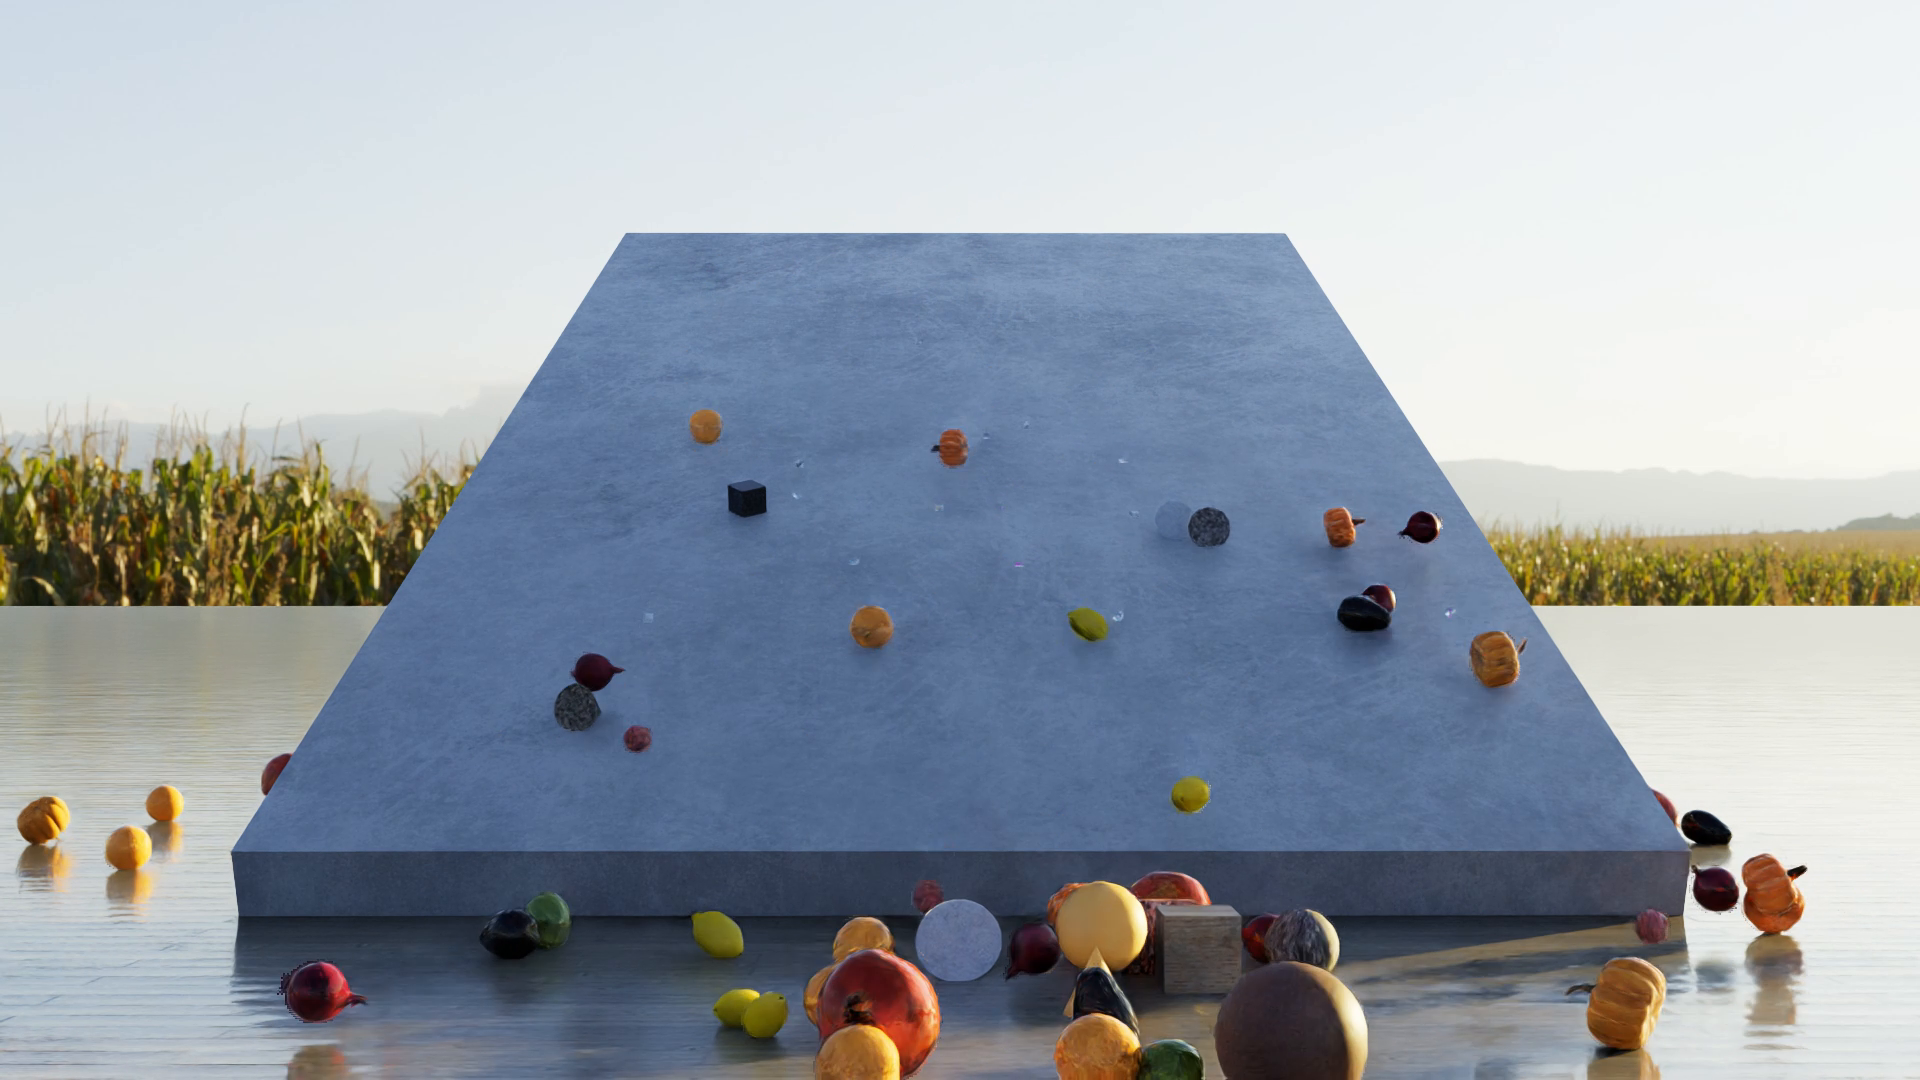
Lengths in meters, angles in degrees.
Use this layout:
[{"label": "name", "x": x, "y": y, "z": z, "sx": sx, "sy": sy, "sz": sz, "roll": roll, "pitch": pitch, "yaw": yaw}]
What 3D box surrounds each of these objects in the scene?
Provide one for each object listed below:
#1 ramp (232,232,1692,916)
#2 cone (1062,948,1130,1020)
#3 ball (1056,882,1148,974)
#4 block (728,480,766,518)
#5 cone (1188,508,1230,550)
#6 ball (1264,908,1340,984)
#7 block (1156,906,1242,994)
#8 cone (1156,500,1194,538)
[{"label": "ramp", "x": -0.005, "y": -0.205, "z": 4.999, "sx": 2.000, "sy": 0.100, "sz": 4.000, "roll": 0, "pitch": 20, "yaw": 0}, {"label": "cone", "x": 0.144, "y": 0.465, "z": 2.395, "sx": 0.072, "sy": 0.072, "sz": 0.072, "roll": 0, "pitch": -1, "yaw": 0}, {"label": "ball", "x": 0.153, "y": 0.419, "z": 2.445, "sx": 0.098, "sy": 0.098, "sz": 0.098, "roll": 0, "pitch": -2, "yaw": 0}, {"label": "block", "x": -0.416, "y": -0.081, "z": 4.424, "sx": 0.054, "sy": 0.054, "sz": 0.054, "roll": -14, "pitch": 24, "yaw": -35}, {"label": "cone", "x": 0.467, "y": -0.017, "z": 4.280, "sx": 0.079, "sy": 0.079, "sz": 0.079, "roll": 0, "pitch": -7, "yaw": 0}, {"label": "ball", "x": 0.390, "y": 0.463, "z": 2.583, "sx": 0.085, "sy": 0.085, "sz": 0.085, "roll": 0, "pitch": -2, "yaw": 0}, {"label": "block", "x": 0.269, "y": 0.462, "z": 2.555, "sx": 0.086, "sy": 0.086, "sz": 0.086, "roll": 0, "pitch": -2, "yaw": -1}, {"label": "cone", "x": 0.401, "y": -0.032, "z": 4.321, "sx": 0.078, "sy": 0.078, "sz": 0.078, "roll": 0, "pitch": -12, "yaw": -12}]
